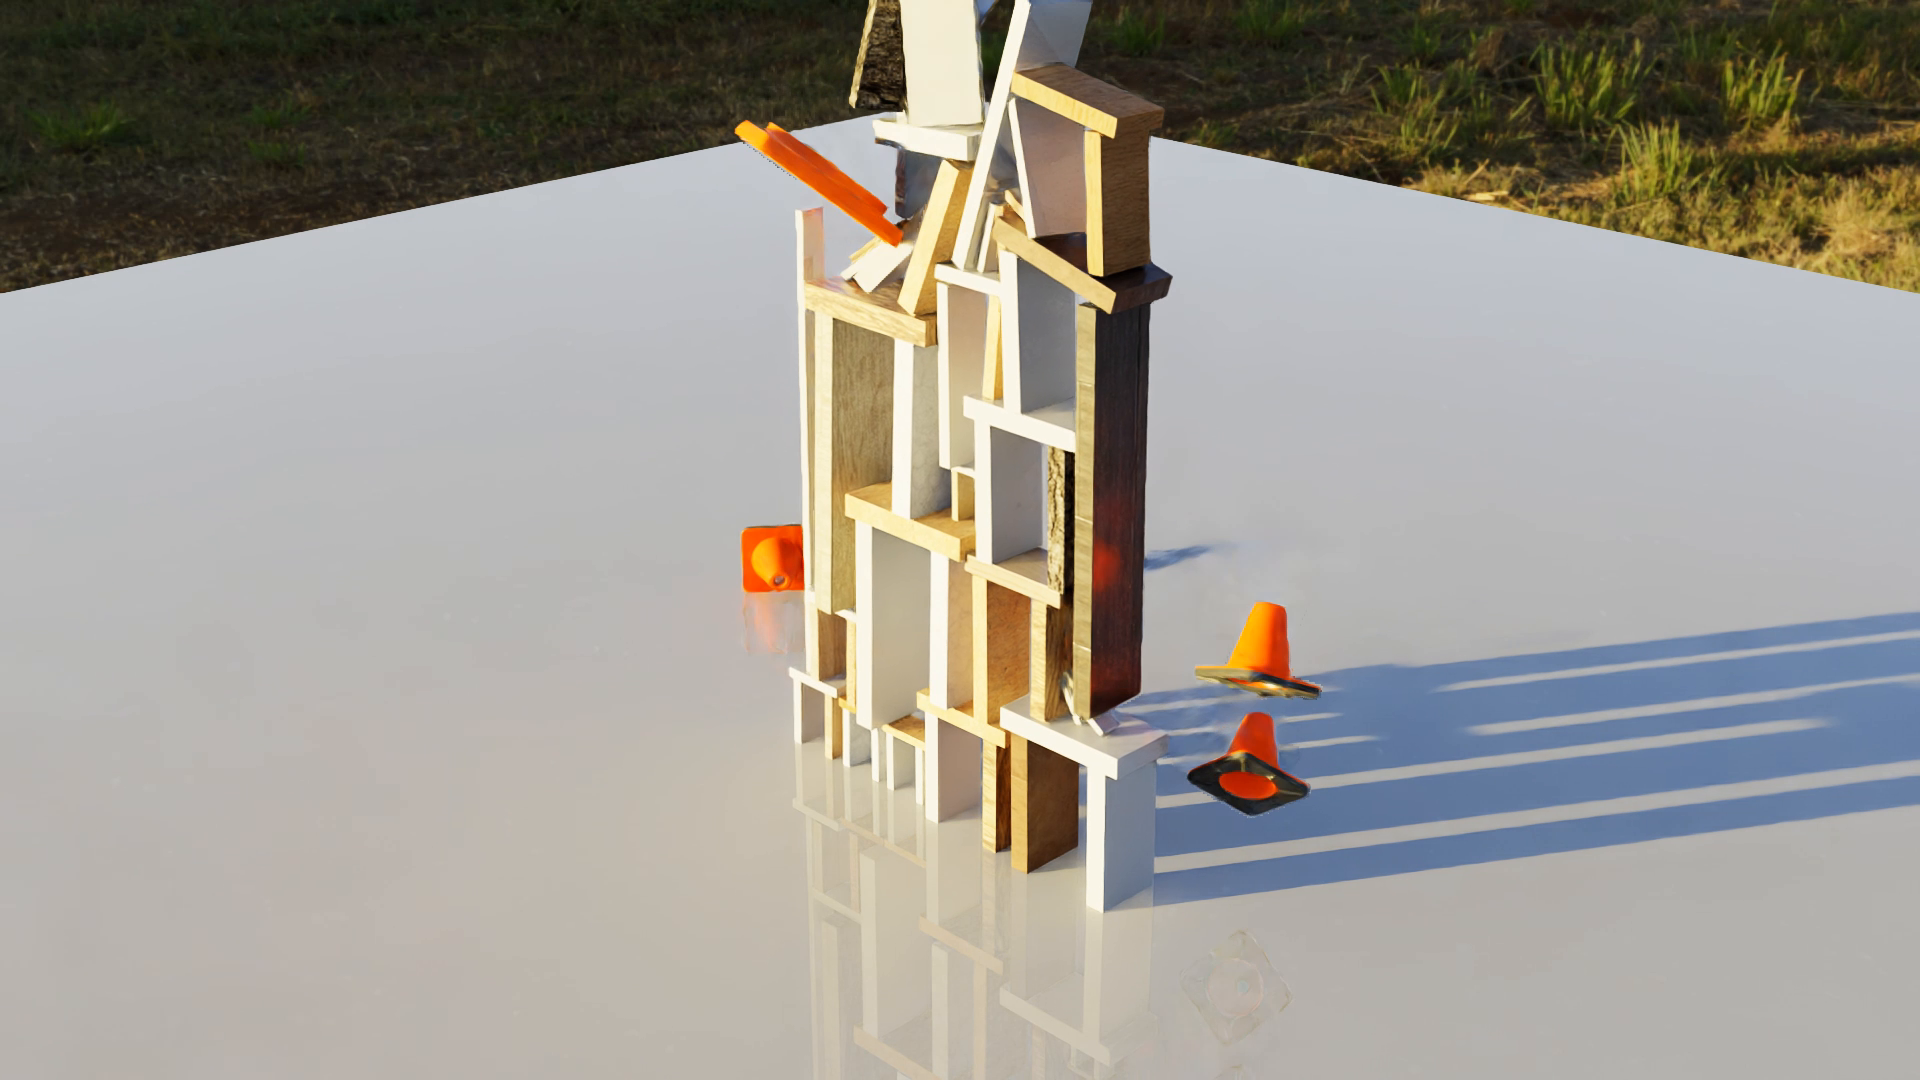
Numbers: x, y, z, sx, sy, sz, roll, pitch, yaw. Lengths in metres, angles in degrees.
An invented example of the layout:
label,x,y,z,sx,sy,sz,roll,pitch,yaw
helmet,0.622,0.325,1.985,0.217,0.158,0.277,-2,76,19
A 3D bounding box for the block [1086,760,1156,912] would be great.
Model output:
label,x,y,z,sx,sy,sz,roll,pitch,yaw
block,0.303,0.537,4.120,0.146,0.292,0.041,-21,30,-41

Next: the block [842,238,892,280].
label,x,y,z,sx,sy,sz,roll,pitch,yaw
block,-0.171,-0.548,4.268,0.121,0.017,0.061,-31,4,34

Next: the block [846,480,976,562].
label,x,y,z,sx,sy,sz,roll,pitch,yaw
block,-0.056,-0.045,4.277,0.161,0.046,0.322,-19,30,-41

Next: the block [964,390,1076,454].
label,x,y,z,sx,sy,sz,roll,pitch,yaw
block,0.153,-0.225,3.962,0.138,0.039,0.275,-21,31,-40

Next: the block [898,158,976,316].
label,x,y,z,sx,sy,sz,roll,pitch,yaw
block,-0.003,-0.563,4.026,0.154,0.309,0.044,-18,50,-41

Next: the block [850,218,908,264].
label,x,y,z,sx,sy,sz,roll,pitch,yaw
block,-0.155,-0.578,4.261,0.122,0.017,0.061,-31,4,38

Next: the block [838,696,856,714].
label,x,y,z,sx,sy,sz,roll,pitch,yaw
block,-0.183,0.348,4.576,0.066,0.019,0.132,-20,30,-41

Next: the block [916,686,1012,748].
label,x,y,z,sx,sy,sz,roll,pitch,yaw
block,0.043,0.333,4.315,0.121,0.034,0.241,-21,31,-41

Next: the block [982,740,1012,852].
label,x,y,z,sx,sy,sz,roll,pitch,yaw
block,0.100,0.482,4.316,0.034,0.241,0.121,21,31,41

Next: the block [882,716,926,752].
label,x,y,z,sx,sy,sz,roll,pitch,yaw
block,-0.091,0.391,4.486,0.129,0.018,0.064,21,31,41

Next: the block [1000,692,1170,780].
label,x,y,z,sx,sy,sz,roll,pitch,yaw
block,0.232,0.355,4.120,0.292,0.041,0.146,21,31,40

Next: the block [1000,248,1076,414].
label,x,y,z,sx,sy,sz,roll,pitch,yaw
block,0.141,-0.383,3.910,0.145,0.290,0.041,-20,27,-39

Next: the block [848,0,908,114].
label,x,y,z,sx,sy,sz,roll,pitch,yaw
block,-0.133,-0.890,4.034,0.101,0.202,0.029,1,27,-28

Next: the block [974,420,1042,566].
label,x,y,z,sx,sy,sz,roll,pitch,yaw
block,0.091,-0.104,4.081,0.138,0.275,0.039,-21,29,-40

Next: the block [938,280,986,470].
label,x,y,z,sx,sy,sz,roll,pitch,yaw
block,0.005,-0.313,4.087,0.095,0.357,0.027,-20,30,-38

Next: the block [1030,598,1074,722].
label,x,y,z,sx,sy,sz,roll,pitch,yaw
block,0.188,0.206,4.105,0.122,0.245,0.035,-21,31,-40

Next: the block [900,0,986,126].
label,x,y,z,sx,sy,sz,roll,pitch,yaw
block,-0.031,-0.879,3.934,0.133,0.266,0.038,-1,16,14

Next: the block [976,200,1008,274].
label,x,y,z,sx,sy,sz,roll,pitch,yaw
block,0.073,-0.544,3.929,0.066,0.132,0.019,-13,41,-32

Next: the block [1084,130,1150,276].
label,x,y,z,sx,sy,sz,roll,pitch,yaw
block,0.265,-0.571,3.680,0.119,0.239,0.034,-20,26,-40

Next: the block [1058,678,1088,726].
label,x,y,z,sx,sy,sz,roll,pitch,yaw
block,0.220,0.294,4.103,0.046,0.092,0.013,-21,-2,-40

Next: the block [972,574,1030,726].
label,x,y,z,sx,sy,sz,roll,pitch,yaw
block,0.080,0.193,4.211,0.035,0.303,0.122,20,30,40

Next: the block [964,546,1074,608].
label,x,y,z,sx,sy,sz,roll,pitch,yaw
block,0.138,0.058,4.096,0.122,0.035,0.245,-21,31,-40

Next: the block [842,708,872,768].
label,x,y,z,sx,sy,sz,roll,pitch,yaw
block,-0.216,0.406,4.633,0.019,0.132,0.066,21,30,39

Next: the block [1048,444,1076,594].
label,x,y,z,sx,sy,sz,roll,pitch,yaw
block,0.220,-0.053,3.960,0.138,0.275,0.039,-21,30,-40

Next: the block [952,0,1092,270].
label,x,y,z,sx,sy,sz,roll,pitch,yaw
block,0.105,-0.710,3.849,0.133,0.514,0.038,-12,43,-33

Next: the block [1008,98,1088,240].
label,x,y,z,sx,sy,sz,roll,pitch,yaw
block,0.161,-0.639,3.764,0.119,0.238,0.034,-8,-1,-17

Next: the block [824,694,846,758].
label,x,y,z,sx,sy,sz,roll,pitch,yaw
block,-0.251,0.384,4.664,0.021,0.148,0.074,21,30,40

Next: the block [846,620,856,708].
label,x,y,z,sx,sy,sz,roll,pitch,yaw
block,-0.194,0.245,4.549,0.087,0.192,0.025,-18,29,-41

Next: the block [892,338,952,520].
label,x,y,z,sx,sy,sz,roll,pitch,yaw
block,-0.046,-0.228,4.199,0.175,0.349,0.049,-19,30,-41

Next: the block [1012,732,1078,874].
label,x,y,z,sx,sy,sz,roll,pitch,yaw
block,0.165,0.483,4.247,0.146,0.292,0.041,-21,30,-41

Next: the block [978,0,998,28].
label,x,y,z,sx,sy,sz,roll,pitch,yaw
block,0.011,-0.997,4.044,0.101,0.029,0.202,24,36,0

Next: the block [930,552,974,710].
label,x,y,z,sx,sy,sz,roll,pitch,yaw
block,0.017,0.155,4.275,0.161,0.322,0.046,-20,30,-41

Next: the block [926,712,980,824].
label,x,y,z,sx,sy,sz,roll,pitch,yaw
block,-0.014,0.437,4.421,0.121,0.241,0.034,-21,31,-41

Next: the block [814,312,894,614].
label,x,y,z,sx,sy,sz,roll,pitch,yaw
block,-0.207,-0.167,4.409,0.175,0.625,0.049,-18,29,-40

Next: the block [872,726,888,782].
label,x,y,z,sx,sy,sz,roll,pitch,yaw
block,-0.152,0.430,4.577,0.066,0.132,0.019,-21,31,-41

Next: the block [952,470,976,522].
label,x,y,z,sx,sy,sz,roll,pitch,yaw
block,0.009,-0.092,4.194,0.052,0.103,0.015,-20,30,-38

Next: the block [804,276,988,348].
label,x,y,z,sx,sy,sz,roll,pitch,yaw
block,-0.119,-0.446,4.205,0.175,0.049,0.349,-18,29,-40

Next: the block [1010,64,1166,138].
label,x,y,z,sx,sy,sz,roll,pitch,yaw
block,0.213,-0.736,3.676,0.119,0.034,0.238,-21,41,-40

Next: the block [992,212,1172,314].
label,x,y,z,sx,sy,sz,roll,pitch,yaw
block,0.209,-0.489,3.792,0.145,0.041,0.290,-21,46,-40

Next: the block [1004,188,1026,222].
label,x,y,z,sx,sy,sz,roll,pitch,yaw
block,0.135,-0.574,3.837,0.066,0.019,0.132,-5,38,-25

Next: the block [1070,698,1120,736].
label,x,y,z,sx,sy,sz,roll,pitch,yaw
block,0.250,0.318,4.077,0.046,0.013,0.092,-21,64,-40

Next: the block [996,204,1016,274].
label,x,y,z,sx,sy,sz,roll,pitch,yaw
block,0.097,-0.529,3.891,0.066,0.132,0.019,-16,20,-37

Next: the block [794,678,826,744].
label,x,y,z,sx,sy,sz,roll,pitch,yaw
block,-0.321,0.356,4.729,0.074,0.149,0.021,-20,30,-41

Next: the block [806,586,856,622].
label,x,y,z,sx,sy,sz,roll,pitch,yaw
block,-0.231,0.127,4.549,0.087,0.025,0.174,-19,29,-41

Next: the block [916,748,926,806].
label,x,y,z,sx,sy,sz,roll,pitch,yaw
block,-0.060,0.471,4.487,0.018,0.129,0.064,21,31,41

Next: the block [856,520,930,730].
label,x,y,z,sx,sy,sz,roll,pitch,yaw
block,-0.134,0.153,4.440,0.161,0.447,0.046,-19,30,-41

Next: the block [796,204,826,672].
label,x,y,z,sx,sy,sz,roll,pitch,yaw
block,-0.297,-0.190,4.501,0.017,0.994,0.061,18,27,37

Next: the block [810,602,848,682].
label,x,y,z,sx,sy,sz,roll,pitch,yaw
block,-0.274,0.204,4.622,0.087,0.174,0.025,-19,29,-41

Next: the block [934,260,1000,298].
label,x,y,z,sx,sy,sz,roll,pitch,yaw
block,0.054,-0.475,3.972,0.095,0.027,0.191,-18,29,-40

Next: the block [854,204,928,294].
label,x,y,z,sx,sy,sz,roll,pitch,yaw
block,-0.058,-0.594,4.172,0.044,0.309,0.154,50,32,1

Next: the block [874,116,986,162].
label,x,y,z,sx,sy,sz,roll,pitch,yaw
block,-0.009,-0.736,4.005,0.154,0.044,0.309,-13,21,-31

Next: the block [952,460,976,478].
label,x,y,z,sx,sy,sz,roll,pitch,yaw
block,0.031,-0.136,4.146,0.052,0.015,0.104,-21,30,-38

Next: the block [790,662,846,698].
label,x,y,z,sx,sy,sz,roll,pitch,yaw
block,-0.285,0.291,4.665,0.148,0.021,0.074,21,30,41

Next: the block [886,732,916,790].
label,x,y,z,sx,sy,sz,roll,pitch,yaw
block,-0.121,0.447,4.543,0.018,0.129,0.064,21,31,41

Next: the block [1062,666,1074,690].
label,x,y,z,sx,sy,sz,roll,pitch,yaw
block,0.234,0.275,4.086,0.046,0.013,0.092,-21,66,-40

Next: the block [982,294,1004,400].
label,x,y,z,sx,sy,sz,roll,pitch,yaw
block,0.090,-0.357,3.974,0.095,0.191,0.027,-19,33,-41

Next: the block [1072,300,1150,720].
label,x,y,z,sx,sy,sz,roll,pitch,yaw
block,0.267,-0.056,3.903,0.041,0.779,0.145,21,32,40

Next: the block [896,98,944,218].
label,x,y,z,sx,sy,sz,roll,pitch,yaw
block,-0.071,-0.821,4.160,0.101,0.415,0.029,-17,31,-35
